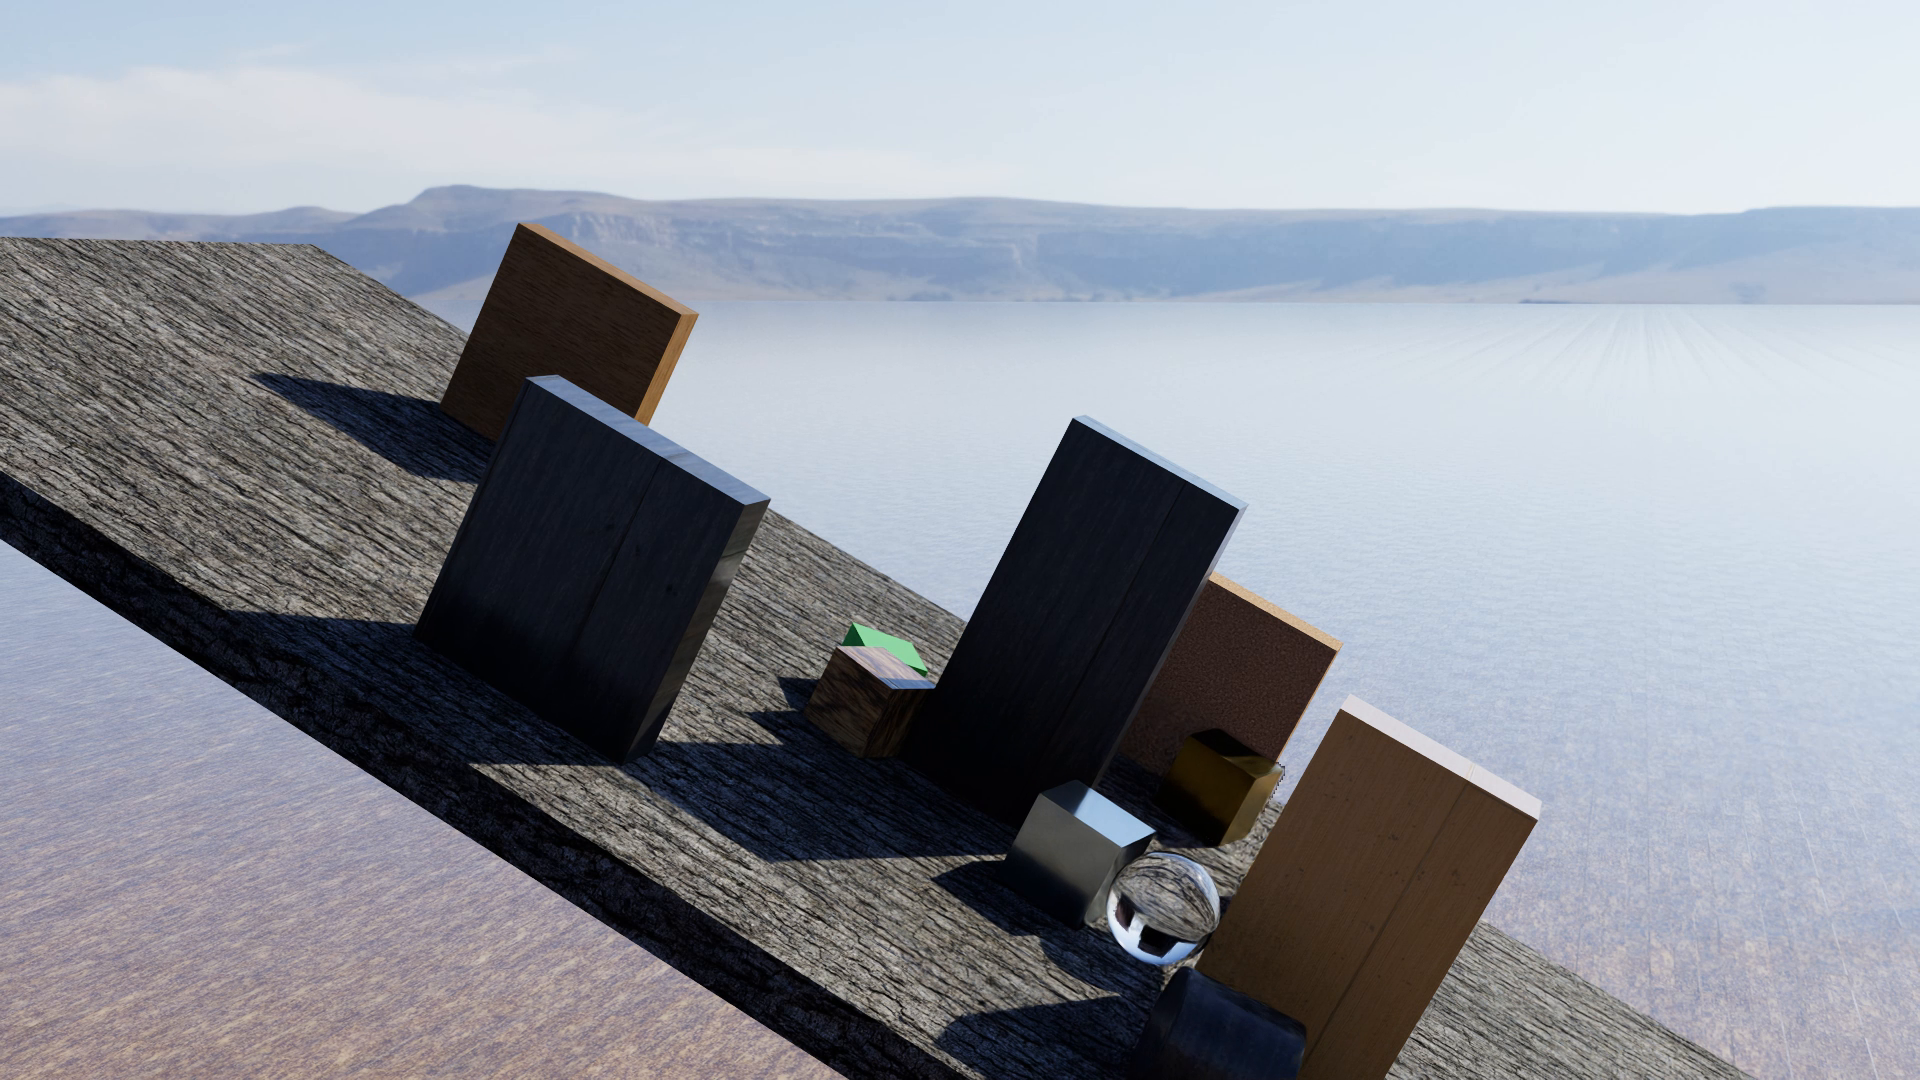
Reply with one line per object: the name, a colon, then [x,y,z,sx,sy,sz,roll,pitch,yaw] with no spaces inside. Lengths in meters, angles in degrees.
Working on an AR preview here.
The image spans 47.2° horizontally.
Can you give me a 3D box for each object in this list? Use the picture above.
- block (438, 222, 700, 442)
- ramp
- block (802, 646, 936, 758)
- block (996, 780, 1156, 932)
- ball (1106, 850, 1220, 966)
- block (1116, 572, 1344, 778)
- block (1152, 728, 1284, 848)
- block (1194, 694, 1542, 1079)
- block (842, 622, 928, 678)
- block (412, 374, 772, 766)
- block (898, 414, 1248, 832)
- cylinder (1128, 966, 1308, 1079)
block: [-0.837,-0.380,4.691,0.418,0.444,0.091,30,14,12]
ramp: [-0.232,0.387,4.153,4.000,0.100,2.000,30,14,12]
block: [-0.166,0.299,4.073,0.148,0.148,0.148,35,16,30]
block: [0.202,0.543,3.810,0.171,0.171,0.171,32,15,20]
ball: [0.345,0.624,3.728,0.194,0.194,0.194,0,7,0]
block: [0.537,0.315,4.711,0.397,0.429,0.105,30,14,12]
block: [0.533,0.510,4.544,0.167,0.167,0.167,33,15,24]
block: [0.636,0.594,3.555,0.345,0.584,0.127,30,14,12]
block: [-0.163,0.262,4.248,0.131,0.131,0.131,21,15,-23]
block: [-0.594,0.046,3.524,0.417,0.475,0.108,30,14,12]
block: [0.202,0.171,4.010,0.339,0.720,0.096,30,14,12]
cylinder: [0.383,0.767,3.276,0.196,0.196,0.196,27,8,0]
